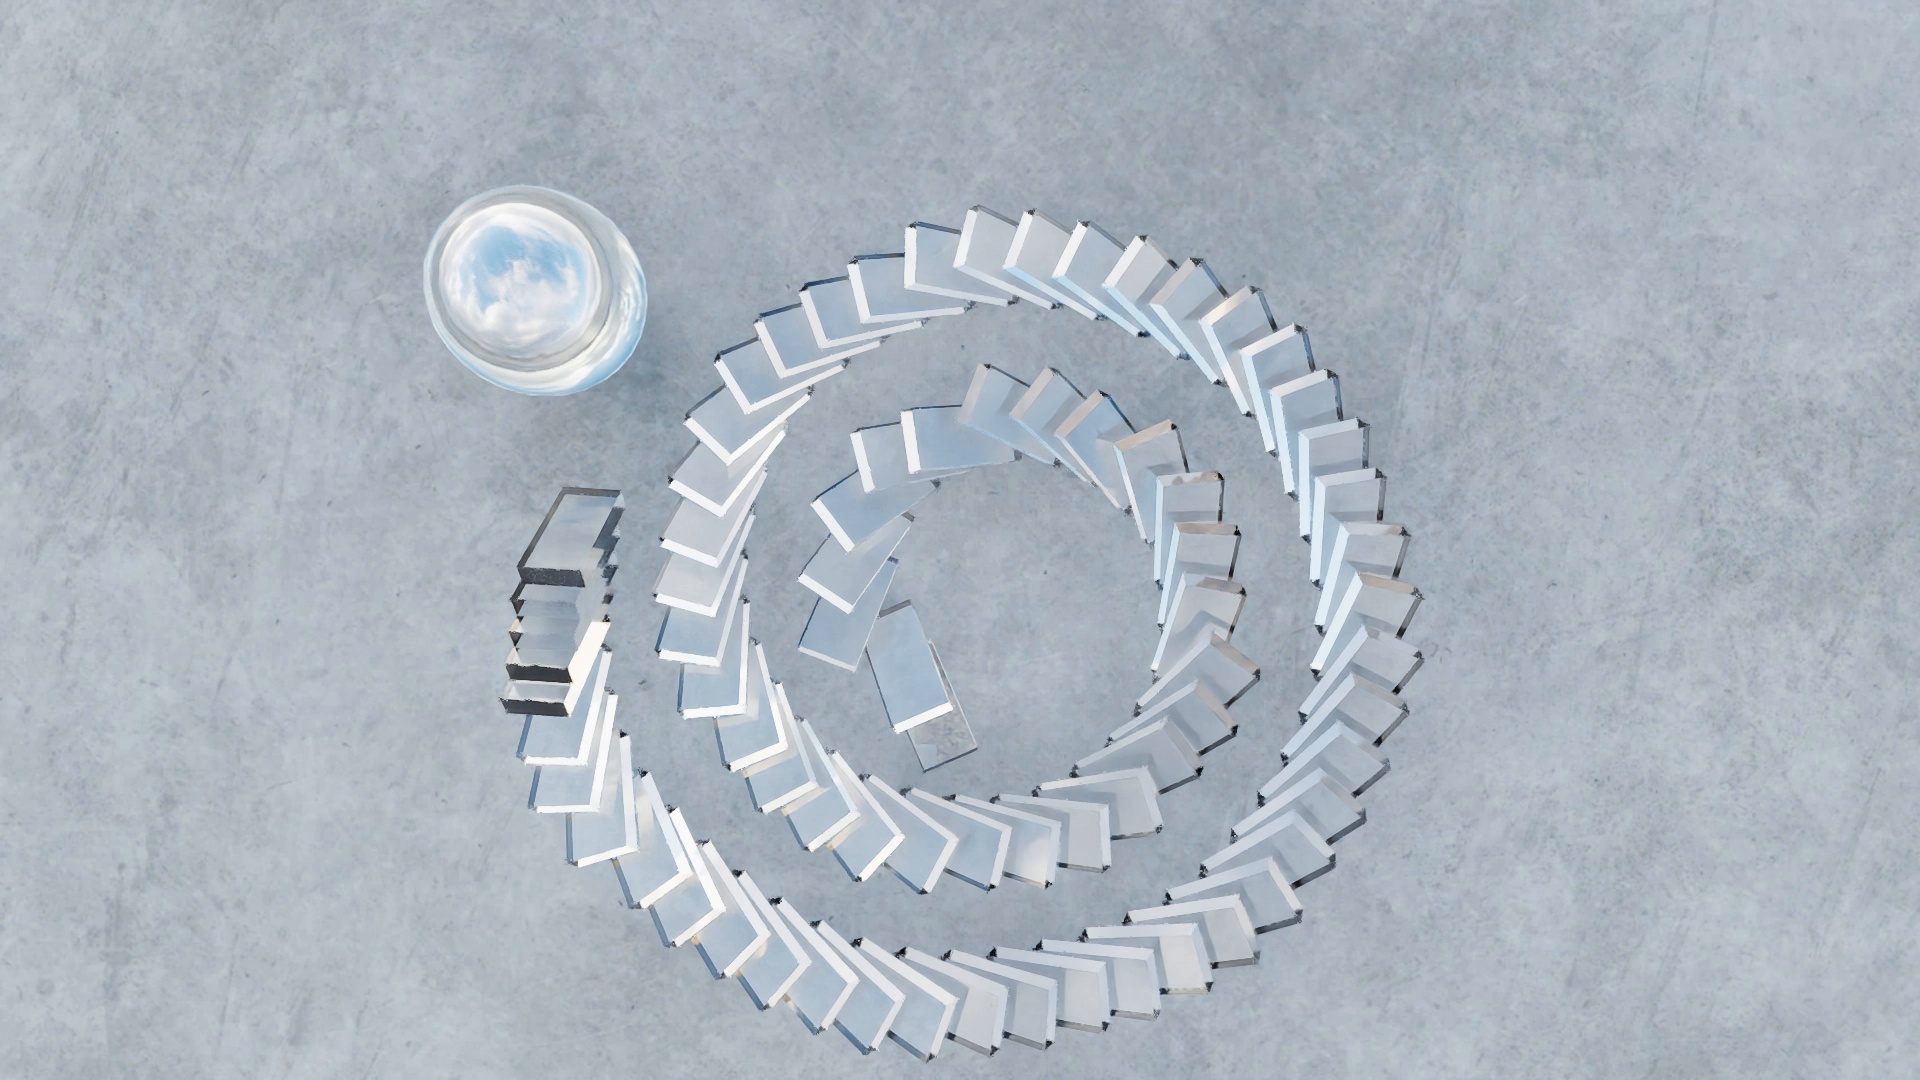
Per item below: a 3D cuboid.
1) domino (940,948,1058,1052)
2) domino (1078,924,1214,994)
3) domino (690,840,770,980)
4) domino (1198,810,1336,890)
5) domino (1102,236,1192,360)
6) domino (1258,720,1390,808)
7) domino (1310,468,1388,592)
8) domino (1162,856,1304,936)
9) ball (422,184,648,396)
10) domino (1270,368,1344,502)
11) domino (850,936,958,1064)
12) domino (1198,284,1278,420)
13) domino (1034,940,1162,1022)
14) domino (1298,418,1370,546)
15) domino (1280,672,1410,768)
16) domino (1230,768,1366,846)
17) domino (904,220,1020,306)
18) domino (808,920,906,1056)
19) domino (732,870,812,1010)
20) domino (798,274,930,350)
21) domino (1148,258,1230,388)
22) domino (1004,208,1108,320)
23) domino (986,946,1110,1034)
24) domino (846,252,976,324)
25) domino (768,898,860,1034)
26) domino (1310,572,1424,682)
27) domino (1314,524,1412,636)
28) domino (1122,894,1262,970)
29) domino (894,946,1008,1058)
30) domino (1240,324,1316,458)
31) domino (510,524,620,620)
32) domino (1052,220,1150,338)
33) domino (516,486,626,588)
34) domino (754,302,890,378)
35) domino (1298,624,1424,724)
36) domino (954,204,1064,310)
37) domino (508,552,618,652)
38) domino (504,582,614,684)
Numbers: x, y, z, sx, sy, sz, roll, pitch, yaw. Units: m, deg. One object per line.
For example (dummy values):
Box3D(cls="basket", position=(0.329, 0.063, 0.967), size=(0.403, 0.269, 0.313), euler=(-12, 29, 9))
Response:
Box3D(cls="domino", position=(0.015, 0.192, 0.384), size=(0.050, 0.009, 0.025), euler=(3, 90, 28))
Box3D(cls="domino", position=(0.077, 0.176, 0.384), size=(0.050, 0.009, 0.025), euler=(-16, 90, 29))
Box3D(cls="domino", position=(-0.104, 0.154, 0.384), size=(0.025, 0.010, 0.050), euler=(-46, 62, 0))
Box3D(cls="domino", position=(0.128, 0.136, 0.384), size=(0.025, 0.009, 0.050), euler=(46, 119, 0))
Box3D(cls="domino", position=(0.085, -0.101, 0.384), size=(0.050, 0.009, 0.025), euler=(34, 90, -29))
Box3D(cls="domino", position=(0.151, 0.101, 0.384), size=(0.025, 0.009, 0.050), euler=(35, 118, 0))
Box3D(cls="domino", position=(0.162, -0.004, 0.384), size=(0.025, 0.010, 0.050), euler=(-9, 119, 0))
Box3D(cls="domino", position=(0.114, 0.153, 0.384), size=(0.050, 0.010, 0.025), euler=(-32, 90, 29))
Box3D(cls="ball", position=(-0.165, -0.097, 0.360), size=(0.080, 0.080, 0.080), euler=(0, 90, 0))
Box3D(cls="domino", position=(0.147, -0.043, 0.384), size=(0.025, 0.010, 0.050), euler=(-21, 119, 0))
Box3D(cls="domino", position=(-0.028, 0.192, 0.384), size=(0.050, 0.010, 0.025), euler=(20, 90, 29))
Box3D(cls="domino", position=(0.122, -0.078, 0.384), size=(0.025, 0.009, 0.050), euler=(-36, 119, 0))
Box3D(cls="domino", position=(0.057, 0.184, 0.384), size=(0.050, 0.009, 0.025), euler=(-8, 90, 28))
Box3D(cls="domino", position=(0.156, -0.024, 0.384), size=(0.025, 0.009, 0.050), euler=(-13, 119, 0))
Box3D(cls="domino", position=(0.160, 0.081, 0.384), size=(0.025, 0.009, 0.050), euler=(29, 119, 0))
Box3D(cls="domino", position=(0.141, 0.120, 0.384), size=(0.025, 0.009, 0.050), euler=(42, 119, 0))
Box3D(cls="domino", position=(0.002, -0.115, 0.384), size=(0.050, 0.010, 0.025), euler=(2, 90, -30))
Box3D(cls="domino", position=(-0.049, 0.186, 0.384), size=(0.050, 0.010, 0.025), euler=(30, 91, 29))
Box3D(cls="domino", position=(-0.087, 0.167, 0.384), size=(0.050, 0.010, 0.025), euler=(41, 90, 28))
Box3D(cls="domino", position=(-0.039, -0.098, 0.384), size=(0.050, 0.010, 0.025), euler=(-20, 90, -29))
Box3D(cls="domino", position=(0.104, -0.091, 0.384), size=(0.025, 0.009, 0.050), euler=(-49, 119, 0))
Box3D(cls="domino", position=(0.044, -0.114, 0.384), size=(0.050, 0.009, 0.025), euler=(21, 90, -29))
Box3D(cls="domino", position=(0.037, 0.188, 0.384), size=(0.050, 0.009, 0.025), euler=(-5, 90, 28))
Box3D(cls="domino", position=(-0.020, -0.107, 0.384), size=(0.050, 0.010, 0.025), euler=(-14, 90, -29))
Box3D(cls="domino", position=(-0.068, 0.177, 0.384), size=(0.050, 0.010, 0.025), euler=(34, 90, 29))
Box3D(cls="domino", position=(0.169, 0.039, 0.384), size=(0.025, 0.009, 0.050), euler=(12, 119, 0))
Box3D(cls="domino", position=(0.168, 0.018, 0.384), size=(0.025, 0.010, 0.050), euler=(2, 119, 0))
Box3D(cls="domino", position=(0.096, 0.166, 0.384), size=(0.050, 0.009, 0.025), euler=(-23, 90, 29))
Box3D(cls="domino", position=(-0.006, 0.192, 0.384), size=(0.050, 0.009, 0.025), euler=(8, 90, 29))
Box3D(cls="domino", position=(0.136, -0.062, 0.384), size=(0.025, 0.009, 0.050), euler=(-26, 119, 0))
Box3D(cls="domino", position=(-0.162, 0.011, 0.378), size=(0.025, 0.050, 0.009), euler=(4, 132, 0))
Box3D(cls="domino", position=(0.065, -0.109, 0.384), size=(0.050, 0.010, 0.025), euler=(26, 90, -29))
Box3D(cls="domino", position=(-0.159, -0.002, 0.378), size=(0.025, 0.050, 0.009), euler=(4, 132, 0))
Box3D(cls="domino", position=(-0.057, -0.088, 0.384), size=(0.050, 0.009, 0.025), euler=(-25, 90, -29))
Box3D(cls="domino", position=(0.167, 0.062, 0.384), size=(0.025, 0.009, 0.050), euler=(24, 119, 0))
Box3D(cls="domino", position=(0.024, -0.118, 0.384), size=(0.050, 0.009, 0.025), euler=(15, 90, -29))
Box3D(cls="domino", position=(-0.162, 0.023, 0.378), size=(0.025, 0.050, 0.009), euler=(4, 132, 0))
Box3D(cls="domino", position=(-0.164, 0.036, 0.378), size=(0.025, 0.050, 0.010), euler=(4, 132, 0))
